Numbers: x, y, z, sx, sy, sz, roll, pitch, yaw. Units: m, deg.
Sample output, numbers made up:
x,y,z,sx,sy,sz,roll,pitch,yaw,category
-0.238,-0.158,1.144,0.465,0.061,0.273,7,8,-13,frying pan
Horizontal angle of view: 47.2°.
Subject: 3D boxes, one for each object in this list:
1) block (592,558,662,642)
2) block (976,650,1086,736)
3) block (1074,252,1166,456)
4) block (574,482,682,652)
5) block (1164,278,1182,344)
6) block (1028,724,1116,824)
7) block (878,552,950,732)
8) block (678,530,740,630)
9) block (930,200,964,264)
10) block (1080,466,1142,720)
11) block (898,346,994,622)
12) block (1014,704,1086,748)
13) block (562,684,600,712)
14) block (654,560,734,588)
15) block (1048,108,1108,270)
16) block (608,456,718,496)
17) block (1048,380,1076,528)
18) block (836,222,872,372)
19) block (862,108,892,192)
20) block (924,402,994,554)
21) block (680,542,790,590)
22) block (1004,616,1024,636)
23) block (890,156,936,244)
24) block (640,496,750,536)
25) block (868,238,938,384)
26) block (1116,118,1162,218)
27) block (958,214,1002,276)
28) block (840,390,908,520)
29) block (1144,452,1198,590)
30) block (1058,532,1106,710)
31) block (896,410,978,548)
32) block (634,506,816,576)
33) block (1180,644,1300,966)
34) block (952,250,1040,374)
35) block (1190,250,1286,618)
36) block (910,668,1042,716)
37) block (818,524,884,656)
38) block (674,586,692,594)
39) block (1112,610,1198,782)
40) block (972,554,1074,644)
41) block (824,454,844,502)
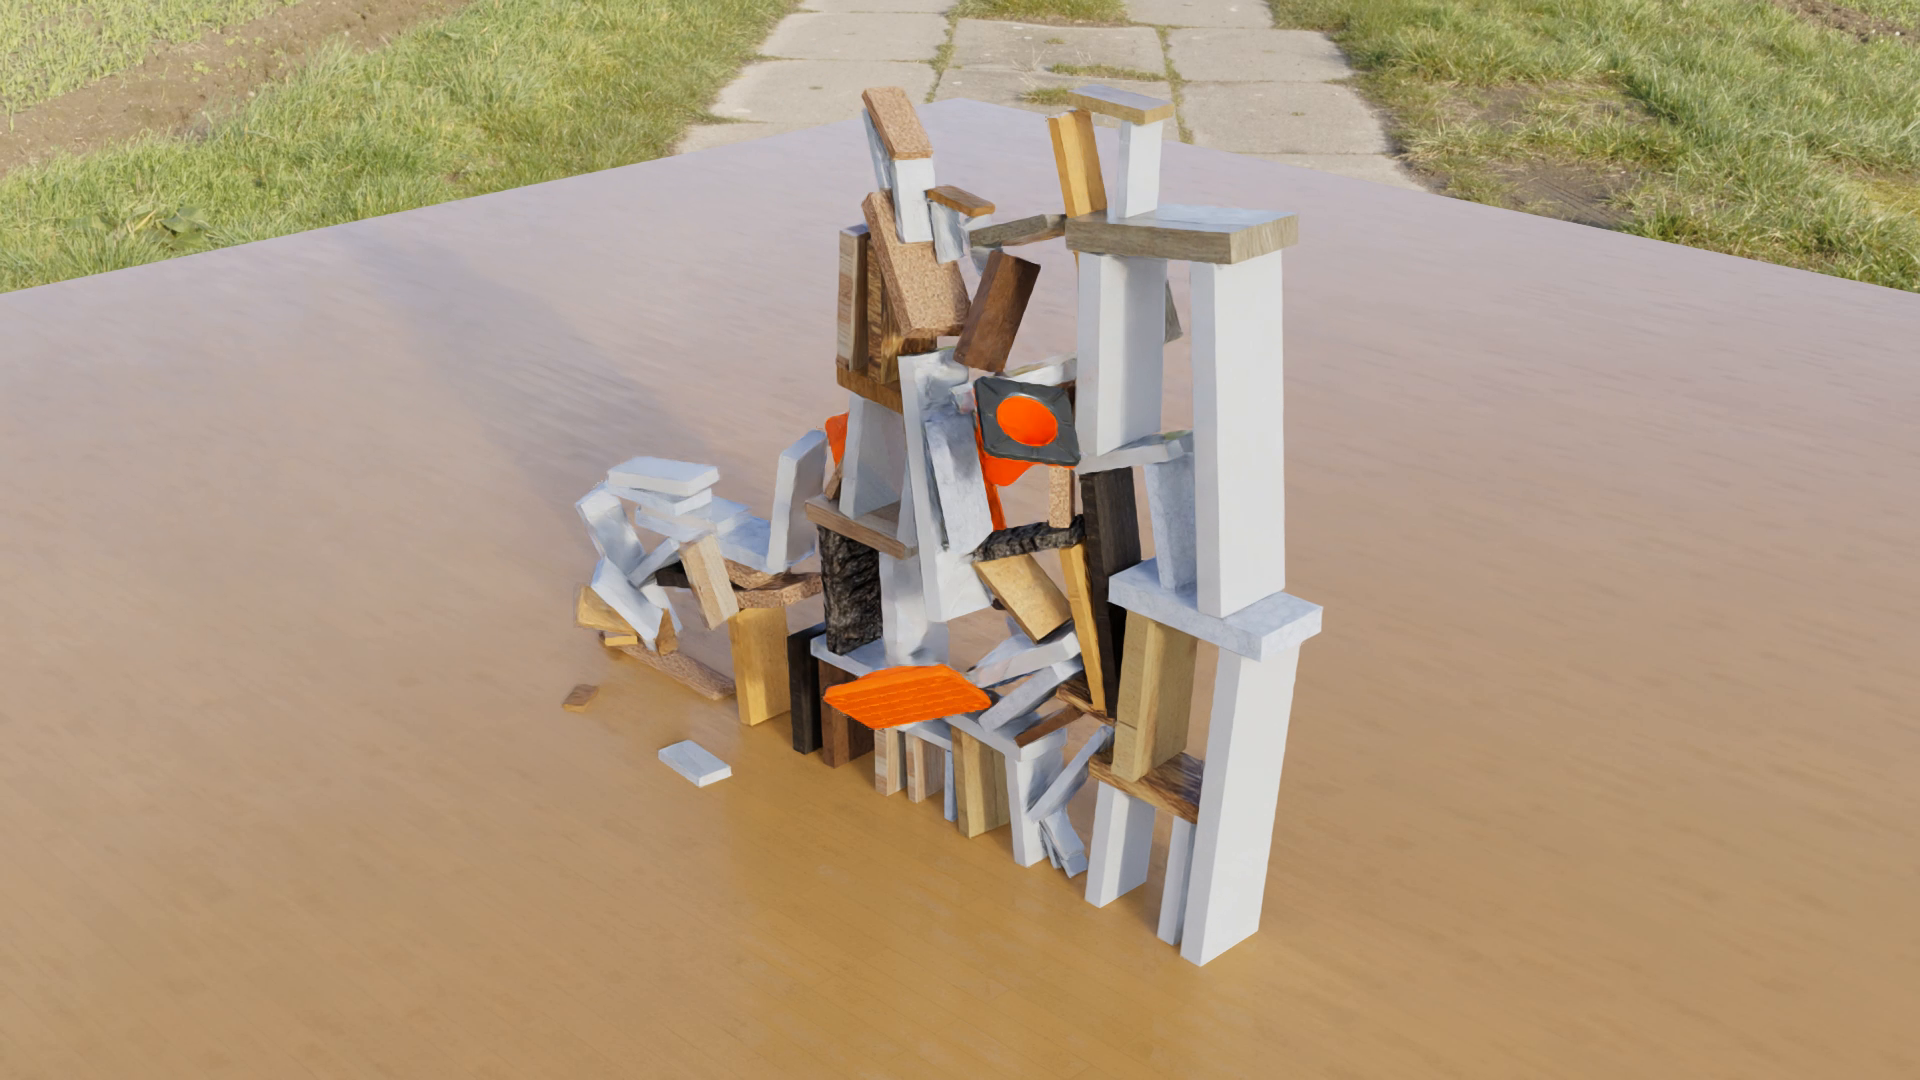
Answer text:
x,y,z,sx,sy,sz,roll,pitch,yaw,category
-0.733,0.131,4.849,0.026,0.186,0.093,-33,27,20,block
0.155,0.277,4.135,0.135,0.038,0.269,-24,-11,-40,block
0.276,-0.337,3.777,0.050,0.352,0.176,20,30,39,block
-0.757,0.064,5.035,0.026,0.403,0.093,6,37,45,block
0.315,-0.439,3.875,0.104,0.208,0.029,-22,20,-14,block
0.228,0.429,4.130,0.081,0.320,0.023,-22,66,-40,block
-0.088,0.180,4.385,0.040,0.385,0.142,19,32,39,block
-0.504,0.080,4.410,0.022,0.191,0.078,17,43,43,block
-0.023,-0.559,3.961,0.016,0.113,0.056,7,22,41,block
0.285,0.089,3.936,0.031,0.455,0.110,7,21,42,block
-0.025,-0.103,4.017,0.039,0.487,0.138,5,16,44,block
0.182,0.337,4.118,0.163,0.023,0.081,-31,-1,40,block
-0.847,0.352,4.912,0.050,0.014,0.100,4,23,10,block
-0.562,0.071,4.879,0.117,0.033,0.234,-24,17,-39,block
0.225,-0.521,3.759,0.023,0.428,0.081,8,28,44,block
-0.651,-0.142,4.818,0.219,0.031,0.109,9,24,30,block
0.182,-0.157,3.911,0.035,0.248,0.124,2,13,8,block
-0.166,-0.466,4.151,0.138,0.275,0.039,-23,40,-38,block
-0.125,-0.710,3.991,0.077,0.154,0.022,-8,-7,-36,block
0.000,-0.112,3.957,0.035,0.248,0.124,-4,18,24,block
-0.490,0.041,4.781,0.234,0.033,0.117,22,31,39,block
0.137,0.157,4.176,0.016,0.056,0.113,-24,-1,-45,block
-0.080,-0.613,3.950,0.077,0.154,0.022,-10,7,-30,block
-0.582,-0.067,4.836,0.219,0.031,0.109,17,30,30,block
-0.106,-0.439,4.098,0.138,0.275,0.039,-21,35,-36,block
0.296,-0.621,3.640,0.023,0.162,0.081,23,32,39,block
0.040,-0.535,3.950,0.056,0.113,0.016,-38,41,-16,block
-0.161,-0.184,4.293,0.136,0.273,0.039,-23,44,-39,block
0.379,-0.037,3.795,0.031,0.220,0.110,5,20,45,block
0.248,0.145,3.964,0.027,0.311,0.095,1,22,42,block
-0.043,-0.126,4.175,0.136,0.273,0.039,-22,44,-37,block
-0.517,-0.020,4.821,0.408,0.039,0.138,19,31,33,block
0.493,0.450,3.878,0.167,0.640,0.047,-21,36,-41,block
0.065,-0.404,3.908,0.104,0.208,0.029,9,15,-48,block
0.463,-0.181,3.647,0.050,0.603,0.176,16,27,43,block
0.075,0.266,4.310,0.358,0.038,0.135,-22,-4,39,block
-0.214,0.080,4.488,0.040,0.284,0.142,19,32,41,block
-0.570,0.097,4.906,0.072,0.020,0.144,-23,15,-37,block
0.354,0.253,3.944,0.047,0.334,0.167,23,32,35,block
0.118,0.090,4.032,0.095,0.027,0.190,-34,76,-20,block
-0.211,-0.145,4.367,0.078,0.157,0.022,-24,65,-38,block
